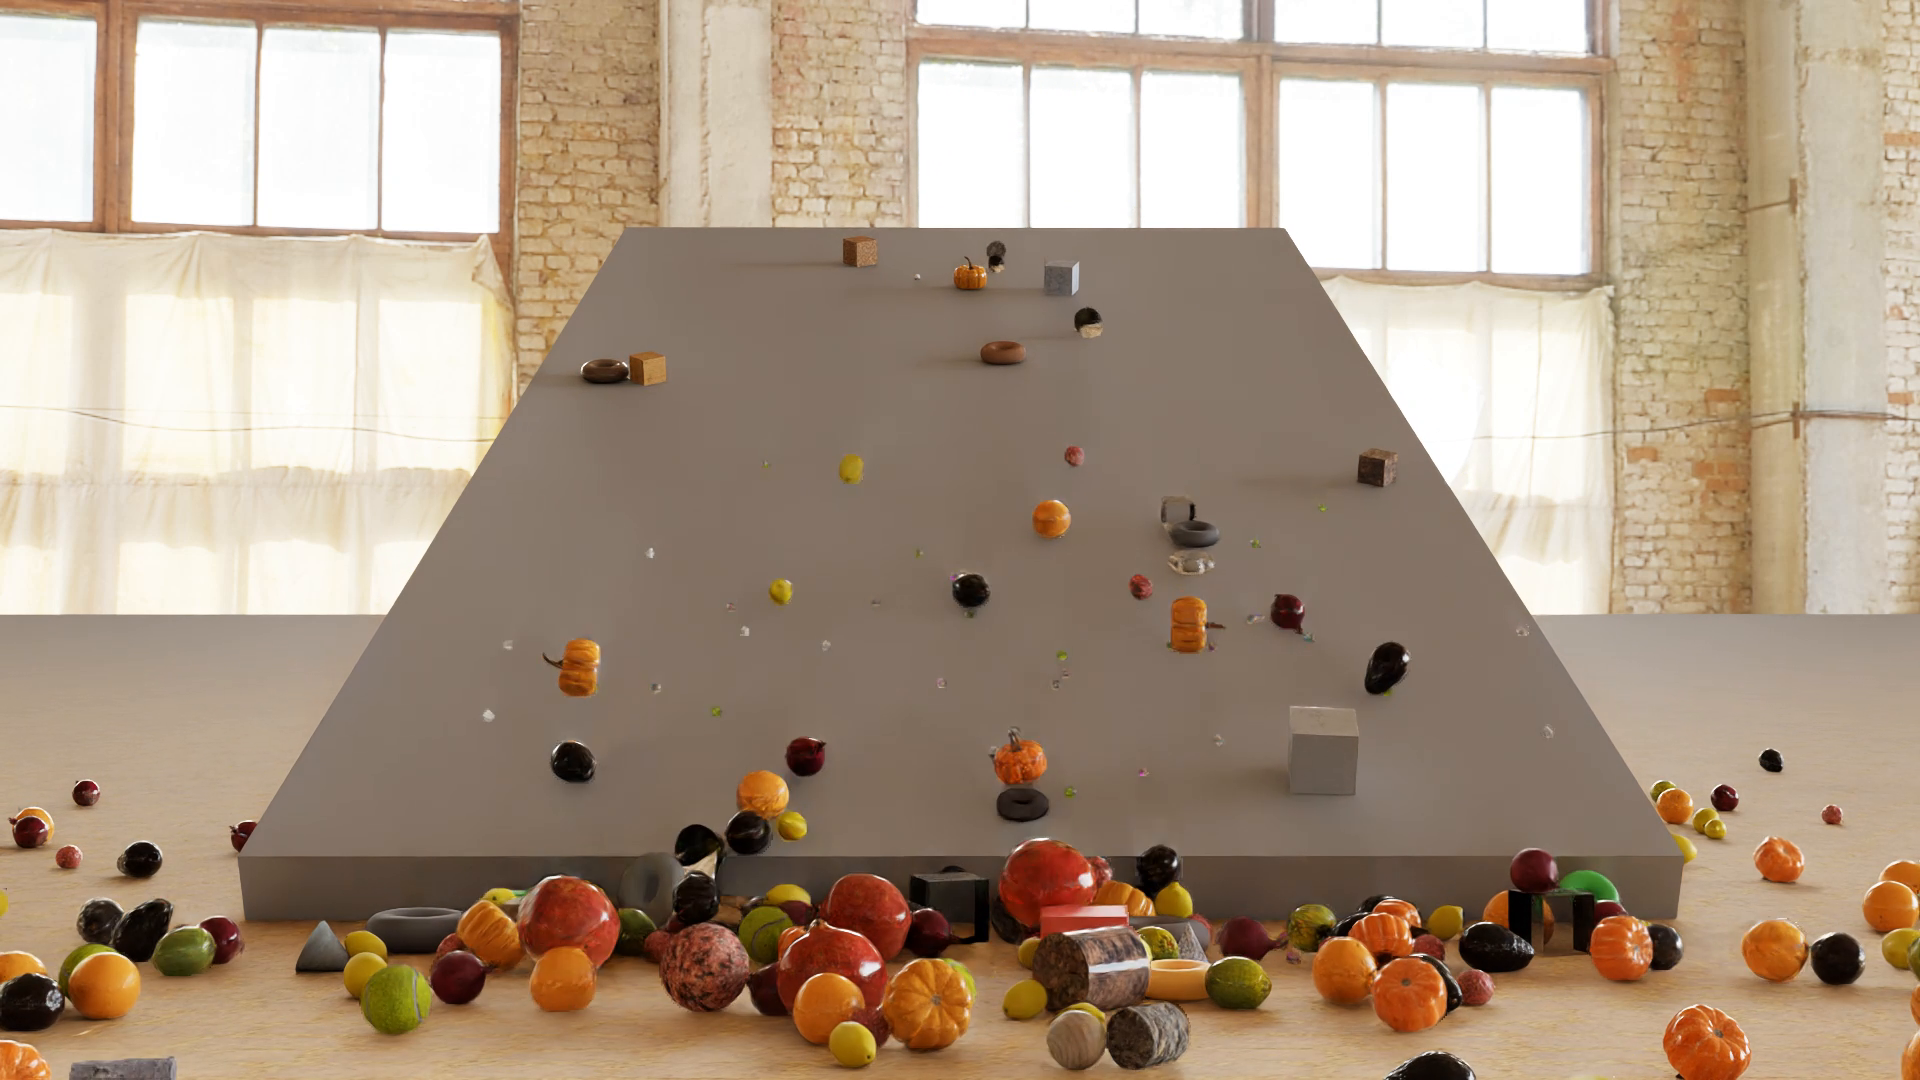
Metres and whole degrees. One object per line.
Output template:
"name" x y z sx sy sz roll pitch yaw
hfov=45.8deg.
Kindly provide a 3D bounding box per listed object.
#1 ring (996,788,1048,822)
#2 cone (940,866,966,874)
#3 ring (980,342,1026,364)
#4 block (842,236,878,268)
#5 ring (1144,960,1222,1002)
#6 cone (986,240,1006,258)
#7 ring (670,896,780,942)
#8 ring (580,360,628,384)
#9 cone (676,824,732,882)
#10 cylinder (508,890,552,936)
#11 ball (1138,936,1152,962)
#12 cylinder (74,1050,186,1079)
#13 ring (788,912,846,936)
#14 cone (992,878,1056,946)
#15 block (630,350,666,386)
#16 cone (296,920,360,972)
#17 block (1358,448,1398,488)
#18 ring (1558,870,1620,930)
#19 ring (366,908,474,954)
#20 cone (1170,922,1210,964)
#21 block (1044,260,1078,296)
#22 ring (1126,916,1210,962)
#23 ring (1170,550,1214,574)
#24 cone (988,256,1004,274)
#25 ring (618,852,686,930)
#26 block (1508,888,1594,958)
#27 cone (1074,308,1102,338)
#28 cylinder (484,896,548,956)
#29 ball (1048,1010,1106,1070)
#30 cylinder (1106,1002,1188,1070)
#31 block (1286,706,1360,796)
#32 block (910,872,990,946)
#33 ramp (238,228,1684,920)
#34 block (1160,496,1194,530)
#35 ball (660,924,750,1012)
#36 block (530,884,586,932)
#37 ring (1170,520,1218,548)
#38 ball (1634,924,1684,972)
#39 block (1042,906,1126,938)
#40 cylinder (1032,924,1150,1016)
"ring" 0.089 0.380 3.257 0.076 0.025 0.076 0 21 0
"cone" -0.031 0.507 3.095 0.096 0.096 0.096 -34 -21 31
"ring" 0.104 -0.453 5.494 0.111 0.037 0.111 -1 21 0
"block" -0.284 -0.818 6.436 0.069 0.069 0.069 -15 25 -35
"ring" 0.242 0.495 2.553 0.105 0.035 0.105 -1 -1 0
"cone" 0.110 -0.823 6.513 0.057 0.057 0.057 0 -7 14
"ring" -0.311 0.502 3.006 0.145 0.048 0.145 1 -1 0
"ring" -0.835 -0.397 5.339 0.113 0.038 0.113 1 19 0
"cone" -0.336 0.424 3.124 0.080 0.080 0.080 -1 3 30
"cylinder" -0.574 0.498 3.027 0.057 0.057 0.057 0 -2 0
"ball" 0.196 0.487 2.646 0.055 0.055 0.055 0 -2 0
"cylinder" -0.667 0.452 1.808 0.076 0.076 0.076 20 -9 -23
"ring" -0.192 0.514 3.040 0.079 0.026 0.079 1 -2 0
"cone" 0.101 0.505 2.990 0.092 0.092 0.092 -1 -28 26
"block" -0.732 -0.402 5.320 0.060 0.060 0.060 -16 26 -37
"cone" -0.750 0.502 2.727 0.067 0.067 0.067 27 -2 0
"block" 0.854 -0.148 4.642 0.058 0.058 0.058 14 24 33
"ring" 0.854 0.490 3.084 0.087 0.087 0.029 0 -28 -9
"ring" -0.693 0.501 2.913 0.137 0.046 0.137 1 -2 0
"cone" 0.278 0.491 2.756 0.054 0.054 0.054 0 -2 0
"block" 0.275 -0.709 6.132 0.077 0.077 0.077 6 21 14
"ring" 0.242 0.498 2.832 0.139 0.046 0.139 0 -3 0
"ring" 0.426 0.042 4.171 0.083 0.028 0.083 1 20 0
"cone" 0.093 -0.765 6.361 0.050 0.050 0.050 1 -9 -23
"ring" -0.419 0.477 3.086 0.110 0.110 0.037 -1 -23 36
"block" 0.750 0.484 2.879 0.076 0.076 0.076 1 -2 -20
"cone" 0.307 -0.539 5.729 0.080 0.080 0.080 1 -9 -23
"cylinder" -0.563 0.490 2.883 0.065 0.065 0.065 0 -2 2
"ball" 0.110 0.472 2.143 0.056 0.056 0.056 0 -2 0
"cylinder" 0.178 0.472 2.163 0.057 0.057 0.057 -2 -2 42
"block" 0.534 0.310 3.346 0.095 0.095 0.095 2 20 5
"block" -0.014 0.484 2.982 0.082 0.082 0.082 1 -2 -20
"ramp" -0.005 -0.209 5.031 2.000 0.100 4.000 0 20 0
"block" 0.420 -0.052 4.388 0.052 0.052 0.052 -3 20 -7
"ball" -0.275 0.462 2.451 0.095 0.095 0.095 0 -2 0
"block" -0.548 0.501 3.098 0.054 0.054 0.054 2 -2 -44
"ring" 0.444 -0.011 4.309 0.094 0.031 0.094 1 19 0
"ball" 0.840 0.489 2.727 0.056 0.056 0.056 0 -2 0
"block" 0.139 0.466 2.562 0.094 0.094 0.094 0 -2 2
"cylinder" 0.141 0.464 2.450 0.090 0.090 0.090 1 -2 -41
